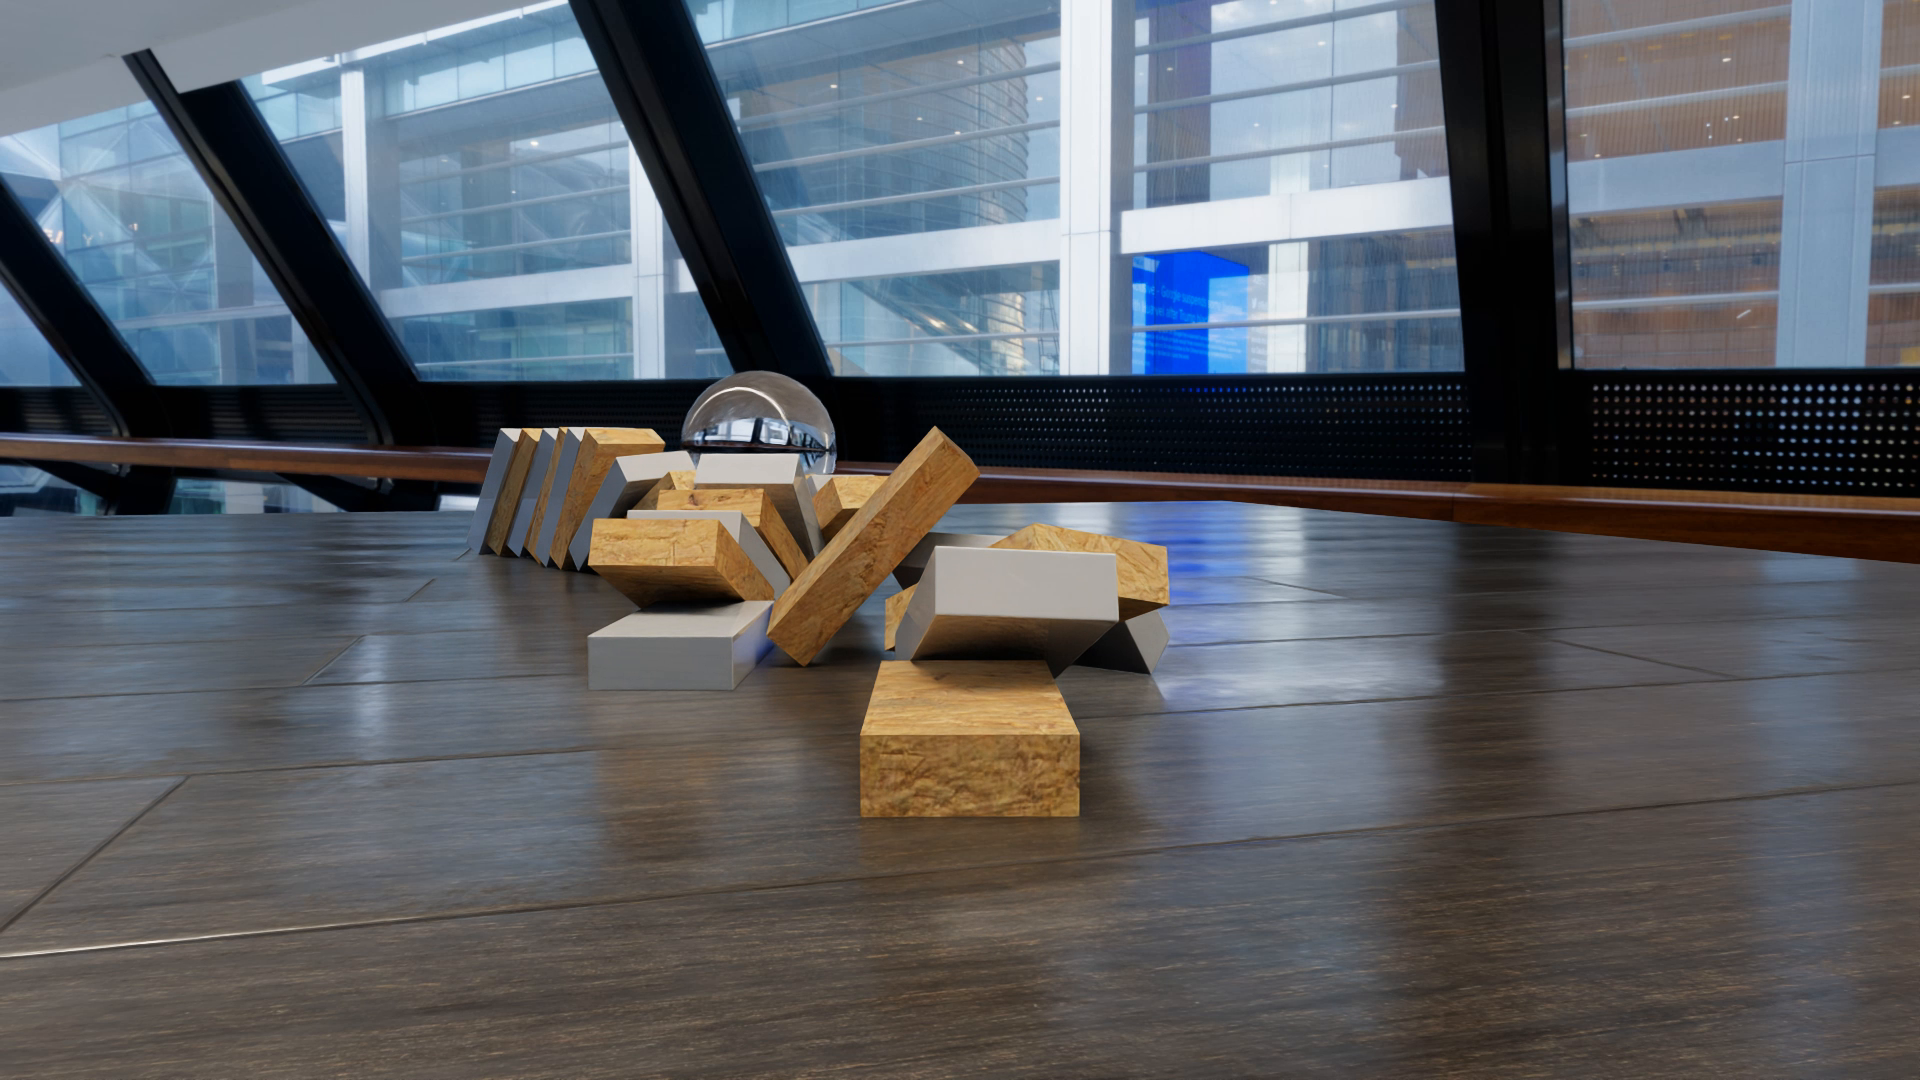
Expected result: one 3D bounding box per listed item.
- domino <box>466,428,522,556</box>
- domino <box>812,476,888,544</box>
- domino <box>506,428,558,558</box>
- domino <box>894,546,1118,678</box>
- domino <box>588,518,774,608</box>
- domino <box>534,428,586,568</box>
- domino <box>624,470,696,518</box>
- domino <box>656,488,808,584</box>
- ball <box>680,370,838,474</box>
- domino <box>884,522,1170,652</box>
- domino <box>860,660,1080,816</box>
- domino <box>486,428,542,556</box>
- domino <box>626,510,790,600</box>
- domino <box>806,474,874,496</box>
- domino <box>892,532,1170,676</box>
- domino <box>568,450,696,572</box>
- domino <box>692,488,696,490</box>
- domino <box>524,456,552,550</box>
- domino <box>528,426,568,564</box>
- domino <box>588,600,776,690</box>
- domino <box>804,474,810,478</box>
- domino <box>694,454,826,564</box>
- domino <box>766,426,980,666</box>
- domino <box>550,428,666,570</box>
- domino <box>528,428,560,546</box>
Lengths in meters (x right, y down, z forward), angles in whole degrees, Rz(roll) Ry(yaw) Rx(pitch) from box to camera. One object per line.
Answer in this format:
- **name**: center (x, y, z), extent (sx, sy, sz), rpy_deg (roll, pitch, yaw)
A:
- **domino**: center (-0.170, -0.019, 0.494), extent (0.010, 0.050, 0.025), rpy_deg (37, 24, 29)
- **domino**: center (-0.036, -0.001, 0.361), extent (0.025, 0.009, 0.050), rpy_deg (-3, -25, -39)
- **domino**: center (-0.151, -0.018, 0.483), extent (0.009, 0.050, 0.025), rpy_deg (37, 24, 29)
- **domino**: center (0.005, 0.013, 0.196), extent (0.025, 0.009, 0.050), rpy_deg (3, -18, -9)
- **domino**: center (-0.058, 0.008, 0.273), extent (0.025, 0.009, 0.050), rpy_deg (0, -18, 5)
- **domino**: center (-0.127, -0.015, 0.442), extent (0.025, 0.050, 0.010), rpy_deg (-4, 36, -45)
- **domino**: center (-0.094, -0.005, 0.411), extent (0.025, 0.009, 0.050), rpy_deg (-5, -25, -48)
- **domino**: center (-0.055, 0.003, 0.319), extent (0.025, 0.010, 0.050), rpy_deg (0, -24, 8)
- **ball**: center (-0.103, -0.047, 0.659), extent (0.080, 0.080, 0.080), rpy_deg (0, 4, 0)
- **domino**: center (0.010, 0.010, 0.218), extent (0.025, 0.009, 0.050), rpy_deg (10, -20, -28)
- **domino**: center (0.001, 0.025, 0.171), extent (0.025, 0.010, 0.050), rpy_deg (0, 4, -1)
- **domino**: center (-0.160, -0.018, 0.489), extent (0.009, 0.050, 0.025), rpy_deg (37, 24, 29)
- **domino**: center (-0.057, 0.006, 0.298), extent (0.025, 0.009, 0.050), rpy_deg (0, -19, 5)
- **domino**: center (-0.048, -0.003, 0.378), extent (0.050, 0.010, 0.025), rpy_deg (-35, -20, 36)
- **domino**: center (0.013, 0.012, 0.247), extent (0.050, 0.025, 0.009), rpy_deg (3, 47, 38)
- **domino**: center (-0.107, -0.009, 0.420), extent (0.025, 0.010, 0.050), rpy_deg (-10, -28, -42)
- **domino**: center (-0.079, -0.005, 0.399), extent (0.050, 0.010, 0.025), rpy_deg (-37, -20, 36)
- **domino**: center (-0.142, -0.017, 0.476), extent (0.010, 0.050, 0.025), rpy_deg (38, 25, 30)
- **domino**: center (-0.133, -0.015, 0.452), extent (0.025, 0.050, 0.009), rpy_deg (-4, 36, -45)
- **domino**: center (-0.052, 0.019, 0.246), extent (0.025, 0.010, 0.050), rpy_deg (0, 4, 0)
- **domino**: center (-0.065, -0.003, 0.388), extent (0.050, 0.009, 0.025), rpy_deg (-35, -19, 36)
- **domino**: center (-0.050, -0.003, 0.336), extent (0.025, 0.010, 0.050), rpy_deg (1, -37, 7)
- **domino**: center (-0.017, 0.000, 0.254), extent (0.009, 0.050, 0.025), rpy_deg (42, 5, -11)
- **domino**: center (-0.119, -0.014, 0.434), extent (0.025, 0.050, 0.010), rpy_deg (-4, 38, -45)
- **domino**: center (-0.137, -0.016, 0.464), extent (0.025, 0.050, 0.009), rpy_deg (-4, 35, -46)
